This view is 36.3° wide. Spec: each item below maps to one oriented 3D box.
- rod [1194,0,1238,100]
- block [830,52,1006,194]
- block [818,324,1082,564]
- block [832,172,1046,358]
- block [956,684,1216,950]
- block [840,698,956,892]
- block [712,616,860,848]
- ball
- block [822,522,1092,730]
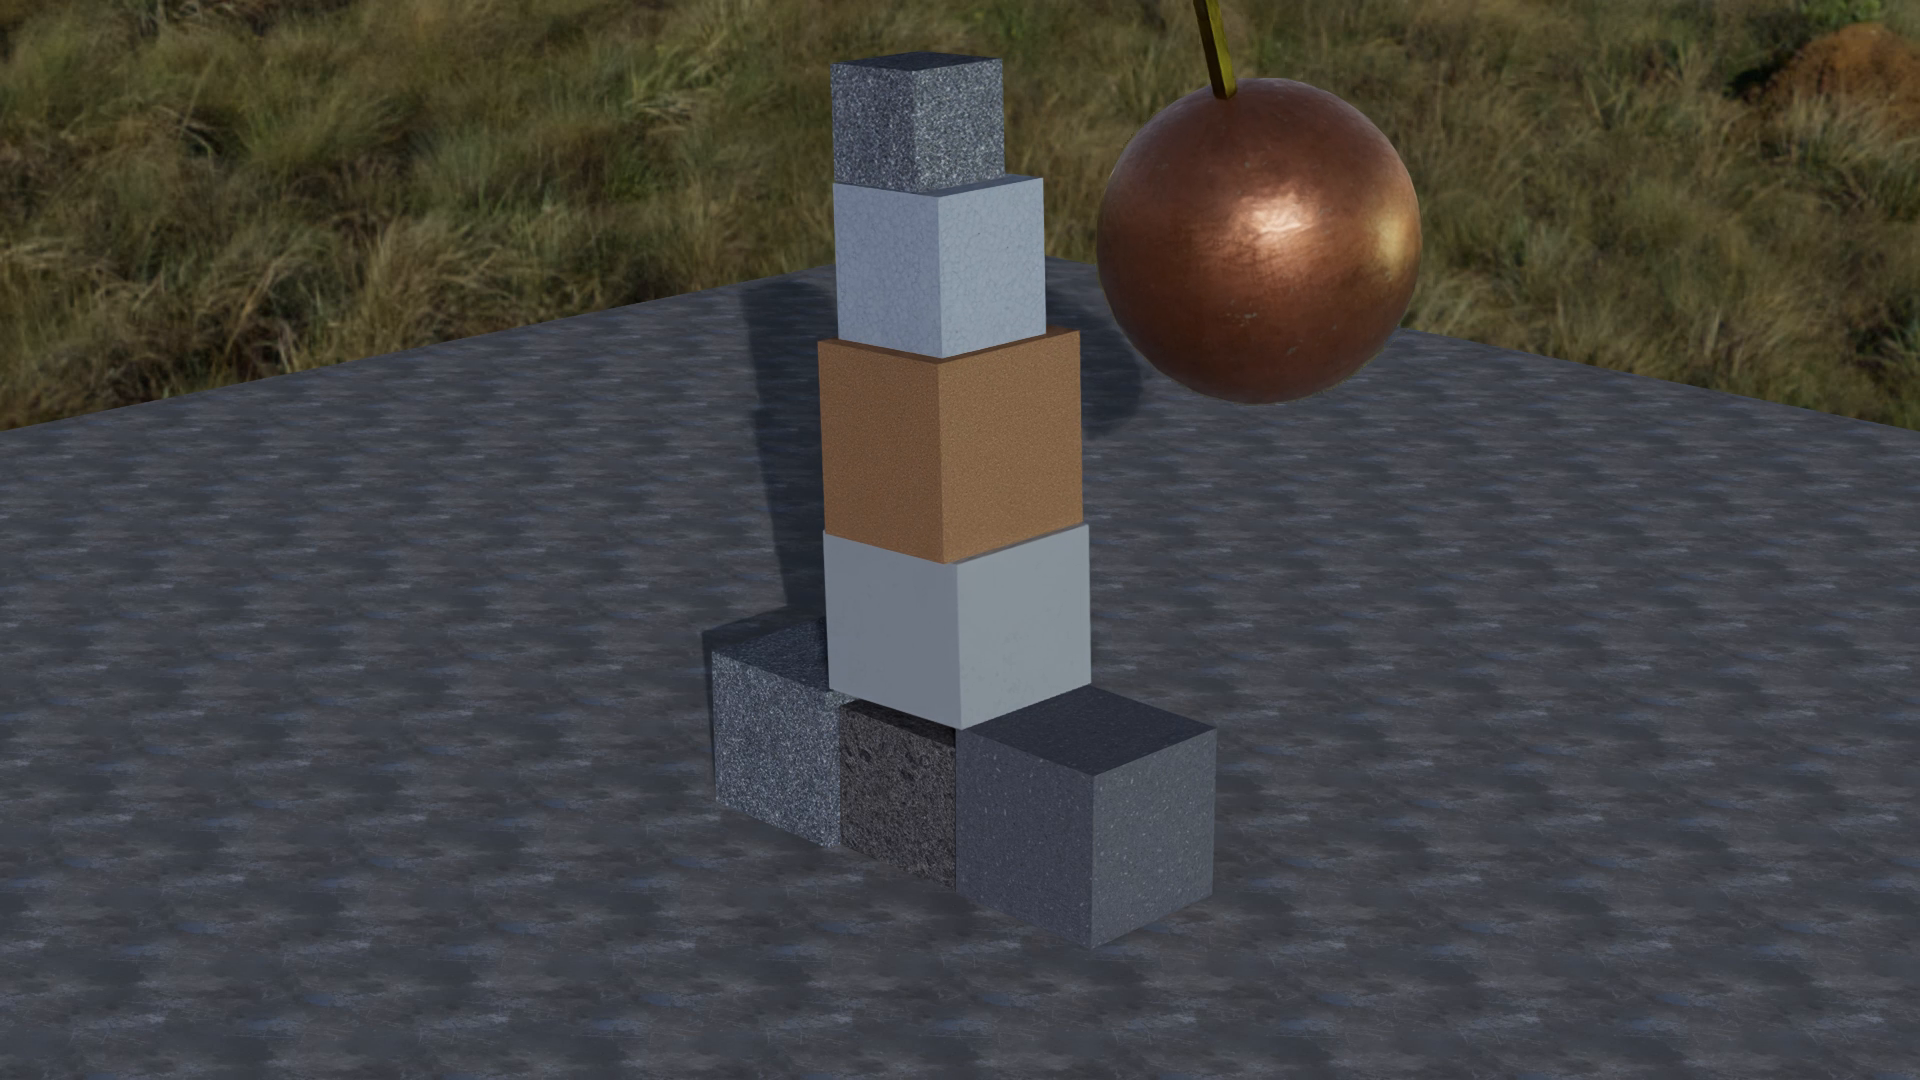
[{"bbox_3d":[0.636,-4.263,12.668,0.080,5.200,0.080,17,44,42],"label":"rod"},{"bbox_3d":[-0.184,-1.839,12.856,0.543,0.521,0.519,-17,22,-42],"label":"block"},{"bbox_3d":[-0.037,-0.484,13.215,0.891,0.891,0.766,-17,22,-42],"label":"block"},{"bbox_3d":[-0.088,-1.246,12.990,0.657,0.699,0.652,14,22,43],"label":"block"},{"bbox_3d":[0.560,1.216,13.131,0.830,0.807,0.809,17,24,42],"label":"block"},{"bbox_3d":[0.000,1.095,13.699,0.821,0.697,0.761,-17,24,-42],"label":"block"},{"bbox_3d":[-0.563,0.888,14.224,0.961,0.776,0.811,-17,24,-42],"label":"block"},{"bbox_3d":[1.467,-1.468,14.418,1.600,1.600,1.600,0,17,0],"label":"ball"},{"bbox_3d":[-0.010,0.309,13.448,0.845,0.763,0.867,-17,22,-42],"label":"block"}]
